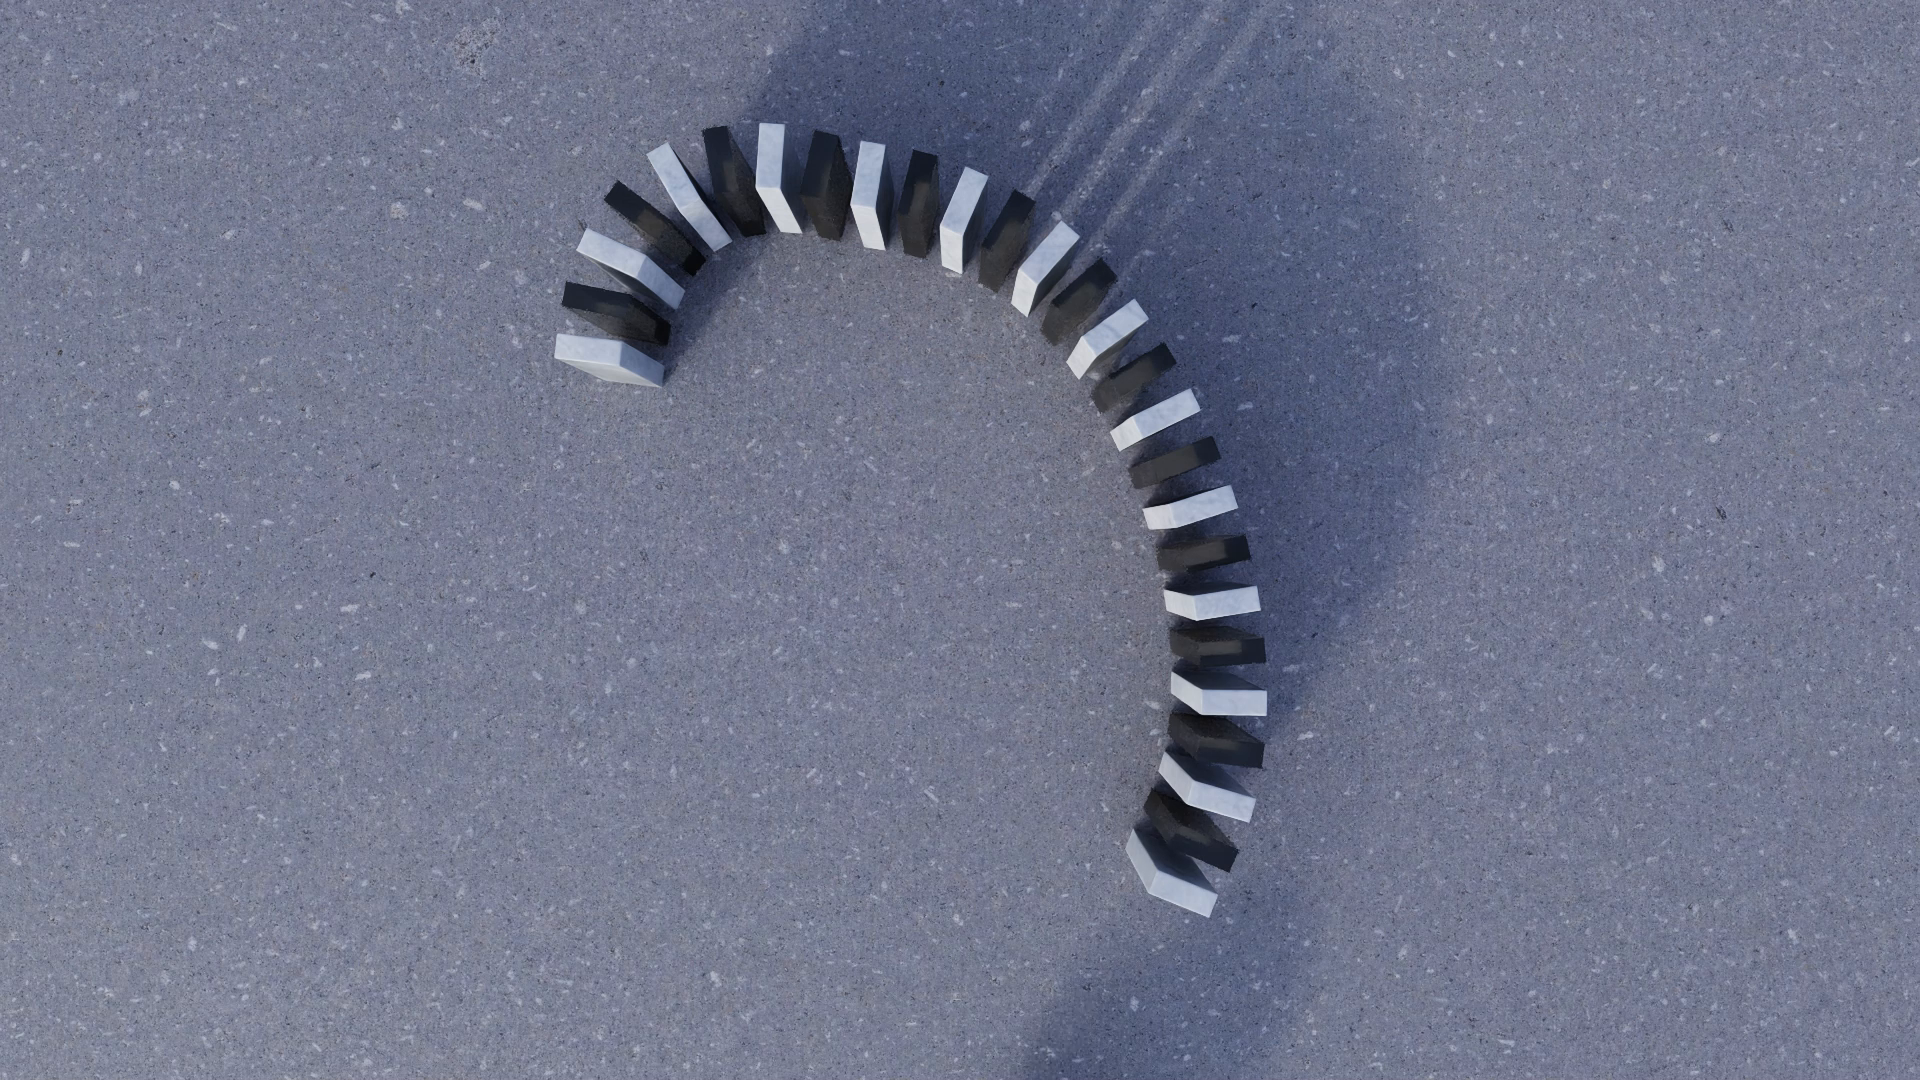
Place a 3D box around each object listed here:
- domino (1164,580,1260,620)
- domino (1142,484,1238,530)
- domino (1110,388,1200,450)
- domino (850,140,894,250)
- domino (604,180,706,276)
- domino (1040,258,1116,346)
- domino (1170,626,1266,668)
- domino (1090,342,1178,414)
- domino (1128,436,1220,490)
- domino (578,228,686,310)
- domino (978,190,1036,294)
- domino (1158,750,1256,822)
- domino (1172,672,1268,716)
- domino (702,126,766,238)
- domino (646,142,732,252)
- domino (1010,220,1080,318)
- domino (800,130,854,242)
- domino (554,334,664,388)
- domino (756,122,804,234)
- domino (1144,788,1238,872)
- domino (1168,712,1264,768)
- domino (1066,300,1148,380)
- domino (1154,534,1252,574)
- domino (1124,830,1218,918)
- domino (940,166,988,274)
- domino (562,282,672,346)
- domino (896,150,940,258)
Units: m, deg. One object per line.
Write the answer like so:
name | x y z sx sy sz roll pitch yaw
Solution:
domino | 0.102 0.024 0.375 0.025 0.050 0.009 -9 90 0
domino | 0.093 -0.013 0.375 0.025 0.050 0.009 -18 90 0
domino | 0.079 -0.048 0.375 0.025 0.050 0.010 -26 90 0
domino | -0.035 -0.140 0.375 0.009 0.050 0.025 9 90 0
domino | -0.123 -0.126 0.375 0.025 0.050 0.010 37 90 0
domino | 0.047 -0.096 0.375 0.025 0.050 0.009 -41 90 0
domino | 0.104 0.043 0.375 0.025 0.050 0.010 -4 90 0
domino | 0.070 -0.065 0.375 0.025 0.050 0.009 -31 90 0
domino | 0.087 -0.031 0.375 0.025 0.050 0.009 -22 90 0
domino | -0.133 -0.110 0.375 0.025 0.050 0.010 25 90 0
domino | 0.019 -0.121 0.375 0.009 0.050 0.025 31 90 0
domino | 0.100 0.100 0.375 0.025 0.050 0.009 16 90 0
domino | 0.105 0.062 0.375 0.025 0.050 0.009 1 90 0
domino | -0.092 -0.145 0.375 0.010 0.050 0.025 -11 90 0
domino | -0.110 -0.139 0.375 0.010 0.050 0.025 -30 90 0
domino | 0.034 -0.110 0.375 0.009 0.050 0.025 41 90 0
domino | -0.054 -0.143 0.375 0.010 0.050 0.025 13 90 0
domino | -0.142 -0.073 0.375 0.025 0.050 0.010 7 90 0
domino | -0.073 -0.147 0.375 0.009 0.050 0.025 4 90 0
domino | 0.093 0.118 0.375 0.025 0.050 0.009 24 90 0
domino | 0.103 0.081 0.375 0.025 0.050 0.009 7 90 0
domino | 0.059 -0.081 0.375 0.025 0.050 0.010 -36 90 0
domino | 0.098 0.005 0.375 0.025 0.050 0.010 -13 90 0
domino | 0.085 0.135 0.375 0.025 0.050 0.009 22 90 0
domino | 0.002 -0.129 0.375 0.009 0.050 0.025 24 90 0
domino | -0.139 -0.092 0.375 0.025 0.050 0.010 12 90 0
domino | -0.016 -0.136 0.375 0.009 0.050 0.025 14 90 0
